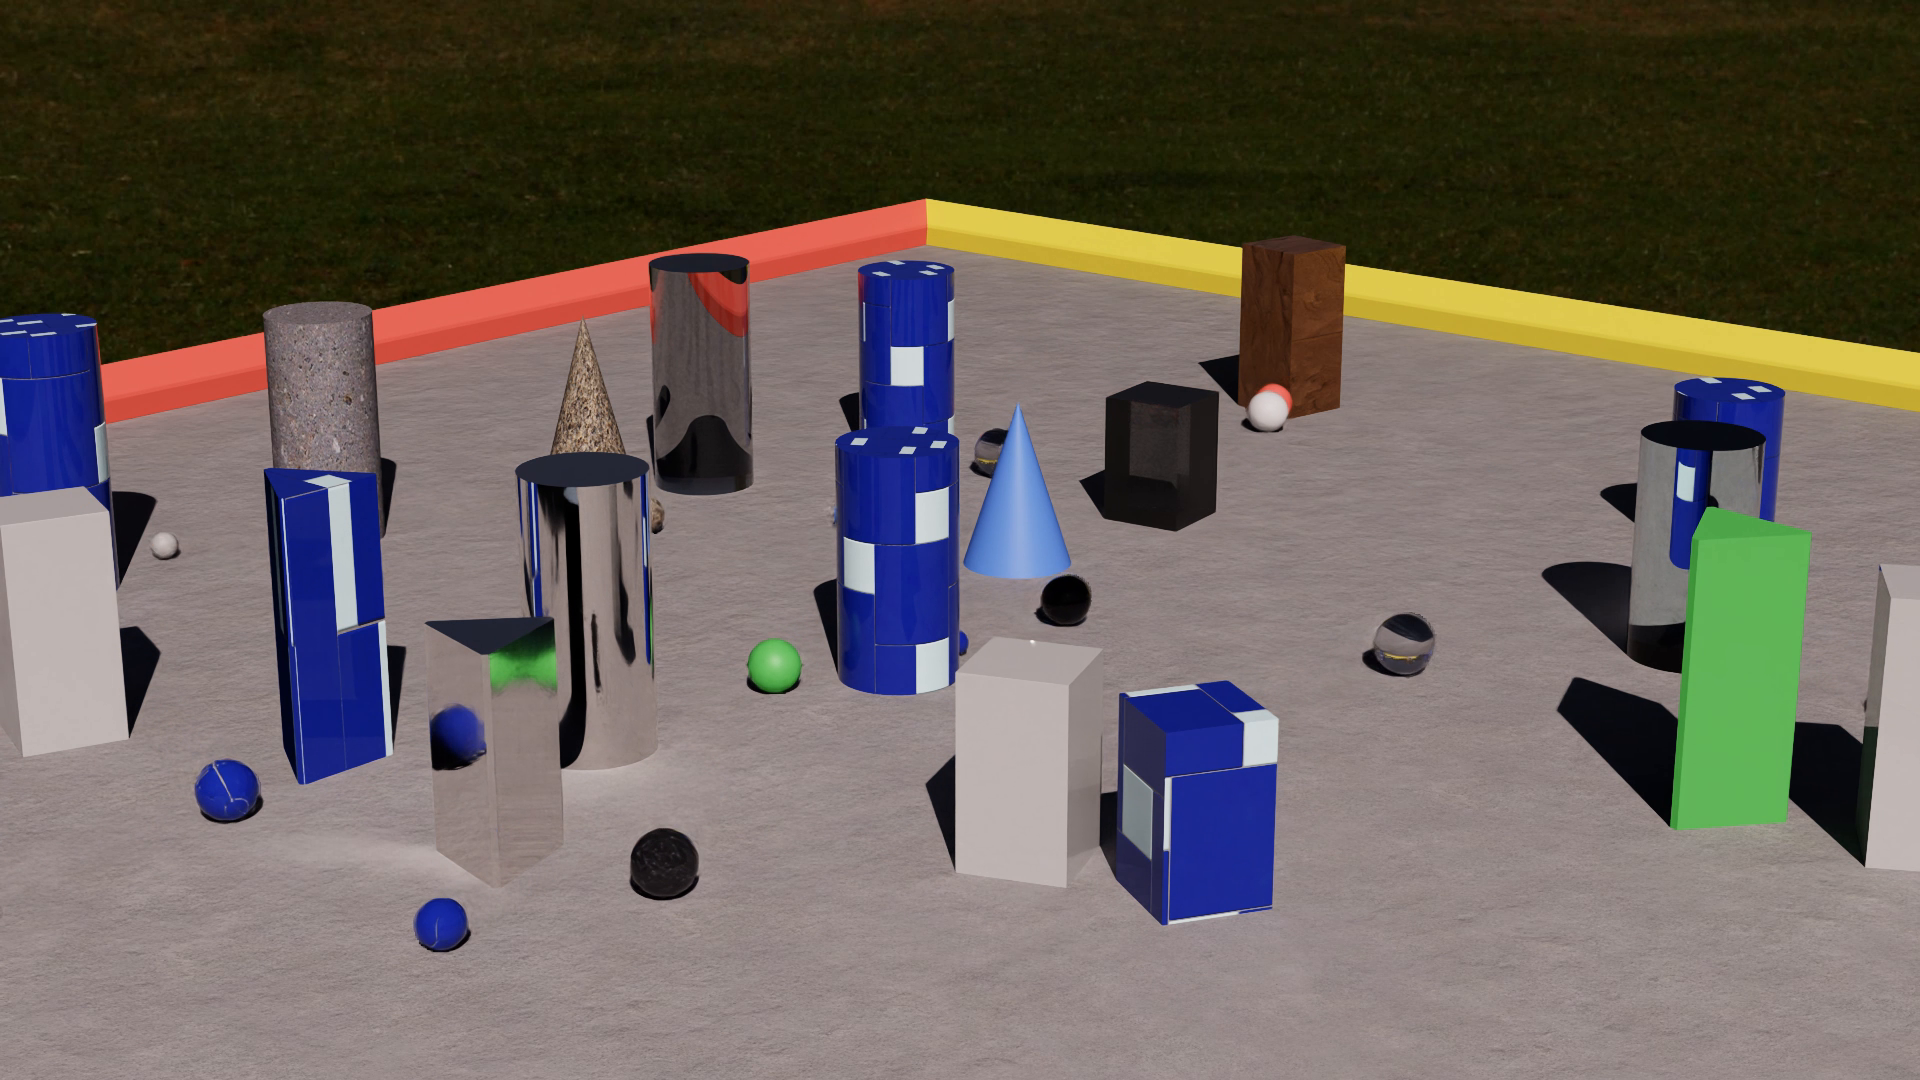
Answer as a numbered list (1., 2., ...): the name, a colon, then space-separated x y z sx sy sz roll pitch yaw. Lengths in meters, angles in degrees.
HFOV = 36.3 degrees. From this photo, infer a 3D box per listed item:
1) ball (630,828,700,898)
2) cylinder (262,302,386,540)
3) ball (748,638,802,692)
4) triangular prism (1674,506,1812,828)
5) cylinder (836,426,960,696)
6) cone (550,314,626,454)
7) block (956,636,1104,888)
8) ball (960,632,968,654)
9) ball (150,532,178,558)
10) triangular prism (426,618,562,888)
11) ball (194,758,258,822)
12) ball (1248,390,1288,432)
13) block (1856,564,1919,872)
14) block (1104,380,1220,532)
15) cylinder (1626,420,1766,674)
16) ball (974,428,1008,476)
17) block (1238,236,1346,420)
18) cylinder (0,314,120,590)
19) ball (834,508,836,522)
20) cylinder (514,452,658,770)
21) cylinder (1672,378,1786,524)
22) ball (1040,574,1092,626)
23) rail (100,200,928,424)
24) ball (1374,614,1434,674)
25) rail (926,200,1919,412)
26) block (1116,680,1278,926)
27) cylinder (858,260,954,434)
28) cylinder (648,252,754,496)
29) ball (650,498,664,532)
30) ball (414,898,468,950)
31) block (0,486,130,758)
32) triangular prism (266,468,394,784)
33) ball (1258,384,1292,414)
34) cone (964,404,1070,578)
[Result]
1. ball: -0.391 0.427 3.876 0.092 0.092 0.092 0 17 0
2. cylinder: -1.172 -0.211 5.411 0.196 0.426 0.196 0 17 0
3. ball: -0.294 0.199 4.642 0.086 0.086 0.086 0 17 0
4. triangular prism: 1.070 0.177 4.129 0.170 0.424 0.147 -3 17 -9
5. cylinder: -0.099 0.031 4.672 0.196 0.389 0.196 0 17 0
6. cone: -0.719 -0.252 5.642 0.196 0.373 0.196 0 17 0
7. block: 0.094 0.298 3.965 0.157 0.287 0.157 6 18 19
8. ball: -0.006 0.169 4.818 0.042 0.042 0.042 0 17 0
9. ball: -1.447 0.009 5.334 0.049 0.049 0.049 0 17 0
10. triangular prism: -0.609 0.275 3.967 0.147 0.330 0.170 -12 21 -35
11. ball: -1.033 0.352 4.131 0.088 0.088 0.088 0 17 0
12. ball: 0.651 -0.272 6.202 0.087 0.087 0.087 0 17 0
13. block: 1.320 0.243 3.980 0.157 0.384 0.157 3 17 11
14. block: 0.383 -0.161 5.571 0.157 0.238 0.157 11 20 32
15. cylinder: 1.195 0.010 4.770 0.196 0.373 0.196 0 17 0
16. ball: 0.076 -0.175 5.864 0.096 0.096 0.096 0 17 0
17. block: 0.720 -0.464 6.366 0.157 0.359 0.157 -13 21 -37
18. cylinder: -1.580 -0.140 5.092 0.196 0.475 0.196 0 17 0
19. ball: -0.206 -0.047 5.500 0.062 0.062 0.062 0 17 0
20. cylinder: -0.553 0.104 4.355 0.196 0.434 0.196 0 17 0
21. cylinder: 1.398 -0.130 5.368 0.196 0.297 0.196 0 17 0
22. ball: 0.179 0.102 4.964 0.085 0.085 0.085 0 17 0
23. rail: -1.612 -0.372 6.460 0.045 0.127 4.684 14 22 39
24. ball: 0.715 0.168 4.723 0.098 0.098 0.098 0 17 0
25. rail: 1.520 -0.473 6.796 4.317 0.127 0.045 14 22 39
26. block: 0.309 0.343 3.852 0.157 0.265 0.157 -6 18 -19
27. cylinder: -0.109 -0.365 6.002 0.196 0.381 0.196 0 17 0
28. cylinder: -0.508 -0.327 5.768 0.196 0.443 0.196 0 17 0
29. ball: -0.588 -0.046 5.479 0.071 0.071 0.071 0 17 0
30. ball: -0.658 0.487 3.719 0.067 0.067 0.067 0 17 0
31. block: -1.367 0.121 4.424 0.157 0.360 0.157 -9 19 -28
32. triangular prism: -0.960 0.116 4.313 0.147 0.434 0.170 14 22 38
33. ball: 0.671 -0.293 6.282 0.082 0.082 0.082 0 17 0
34. cone: 0.104 -0.103 5.273 0.196 0.300 0.196 0 17 0
